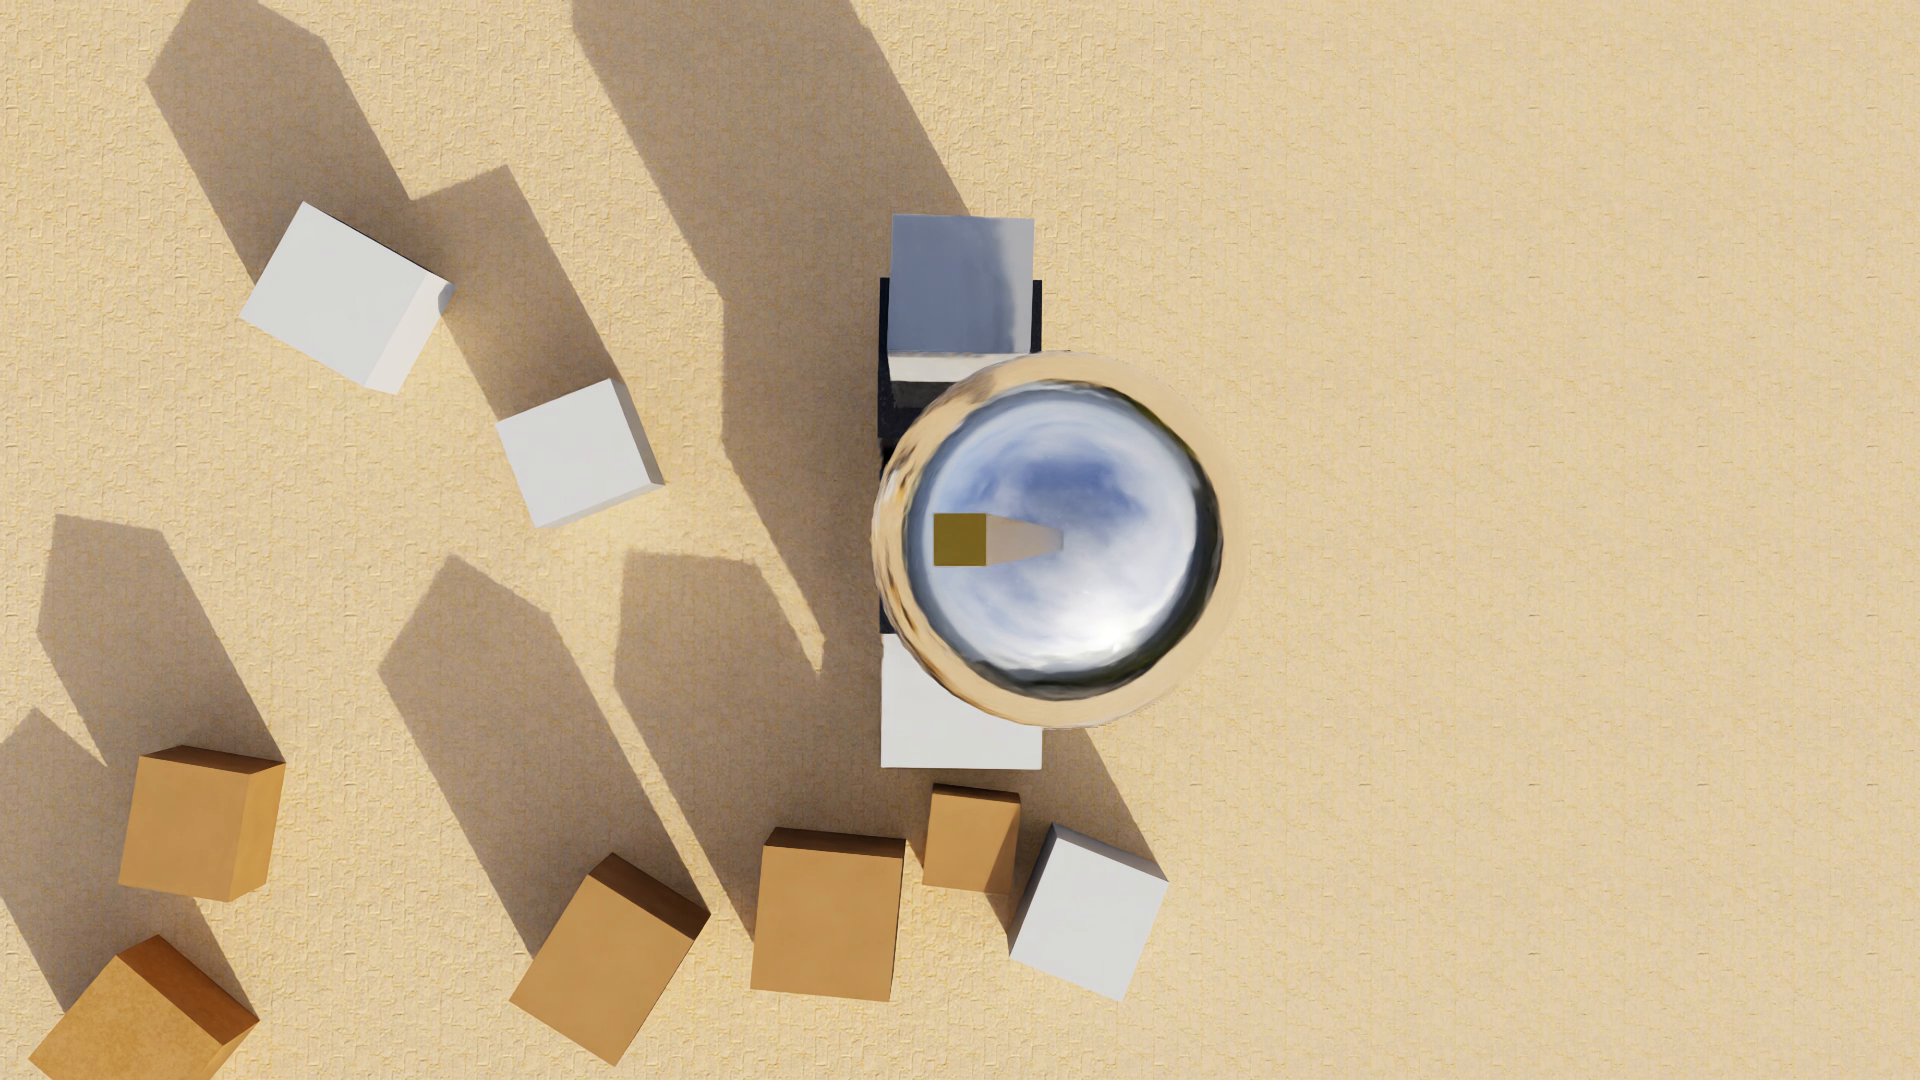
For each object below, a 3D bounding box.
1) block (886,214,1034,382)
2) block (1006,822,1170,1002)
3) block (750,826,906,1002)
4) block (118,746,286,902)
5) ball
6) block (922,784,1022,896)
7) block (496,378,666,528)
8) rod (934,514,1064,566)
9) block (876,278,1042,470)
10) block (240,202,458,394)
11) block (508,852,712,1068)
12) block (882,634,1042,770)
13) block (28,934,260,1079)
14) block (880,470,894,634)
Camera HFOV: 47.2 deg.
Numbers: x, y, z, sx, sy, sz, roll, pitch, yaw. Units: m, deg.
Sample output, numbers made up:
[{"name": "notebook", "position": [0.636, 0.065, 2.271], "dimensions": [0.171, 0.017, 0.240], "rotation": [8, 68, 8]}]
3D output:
[{"name": "block", "position": [0.005, -1.181, 10.886], "dimensions": [0.686, 0.664, 0.673], "rotation": [2, 81, 0]}, {"name": "block", "position": [0.724, 2.126, 12.649], "dimensions": [0.676, 0.702, 0.724], "rotation": [22, 90, 0]}, {"name": "block", "position": [-0.742, 2.130, 12.600], "dimensions": [0.776, 0.800, 0.801], "rotation": [5, 90, 0]}, {"name": "block", "position": [-4.352, 1.623, 12.665], "dimensions": [0.627, 0.669, 0.728], "rotation": [10, 90, 0]}, {"name": "ball", "position": [0.418, 0.000, 9.334], "dimensions": [1.600, 1.600, 1.600], "rotation": [0, 90, 0]}, {"name": "block", "position": [0.065, 1.724, 12.723], "dimensions": [0.507, 0.555, 0.521], "rotation": [7, 90, 0]}, {"name": "block", "position": [-2.177, -0.488, 12.679], "dimensions": [0.697, 0.642, 0.633], "rotation": [-21, 90, 0]}, {"name": "rod", "position": [0.181, 0.000, 5.942], "dimensions": [0.080, 5.200, 0.080], "rotation": [0, 90, 4]}, {"name": "block", "position": [-0.001, -0.859, 11.629], "dimensions": [0.830, 0.900, 0.831], "rotation": [1, 81, 0]}, {"name": "block", "position": [-3.501, -1.375, 12.644], "dimensions": [0.802, 0.713, 0.738], "rotation": [29, 90, 0]}, {"name": "block", "position": [-1.980, 2.378, 12.568], "dimensions": [0.694, 0.864, 0.824], "rotation": [32, 90, 0]}, {"name": "block", "position": [0.013, 0.835, 12.560], "dimensions": [0.883, 0.880, 0.844], "rotation": [1, 90, 0]}, {"name": "block", "position": [-4.686, 2.877, 12.671], "dimensions": [0.791, 0.657, 0.765], "rotation": [40, 90, 0]}, {"name": "block", "position": [0.003, 0.059, 11.658], "dimensions": [0.826, 0.723, 0.835], "rotation": [0, 90, 0]}]
